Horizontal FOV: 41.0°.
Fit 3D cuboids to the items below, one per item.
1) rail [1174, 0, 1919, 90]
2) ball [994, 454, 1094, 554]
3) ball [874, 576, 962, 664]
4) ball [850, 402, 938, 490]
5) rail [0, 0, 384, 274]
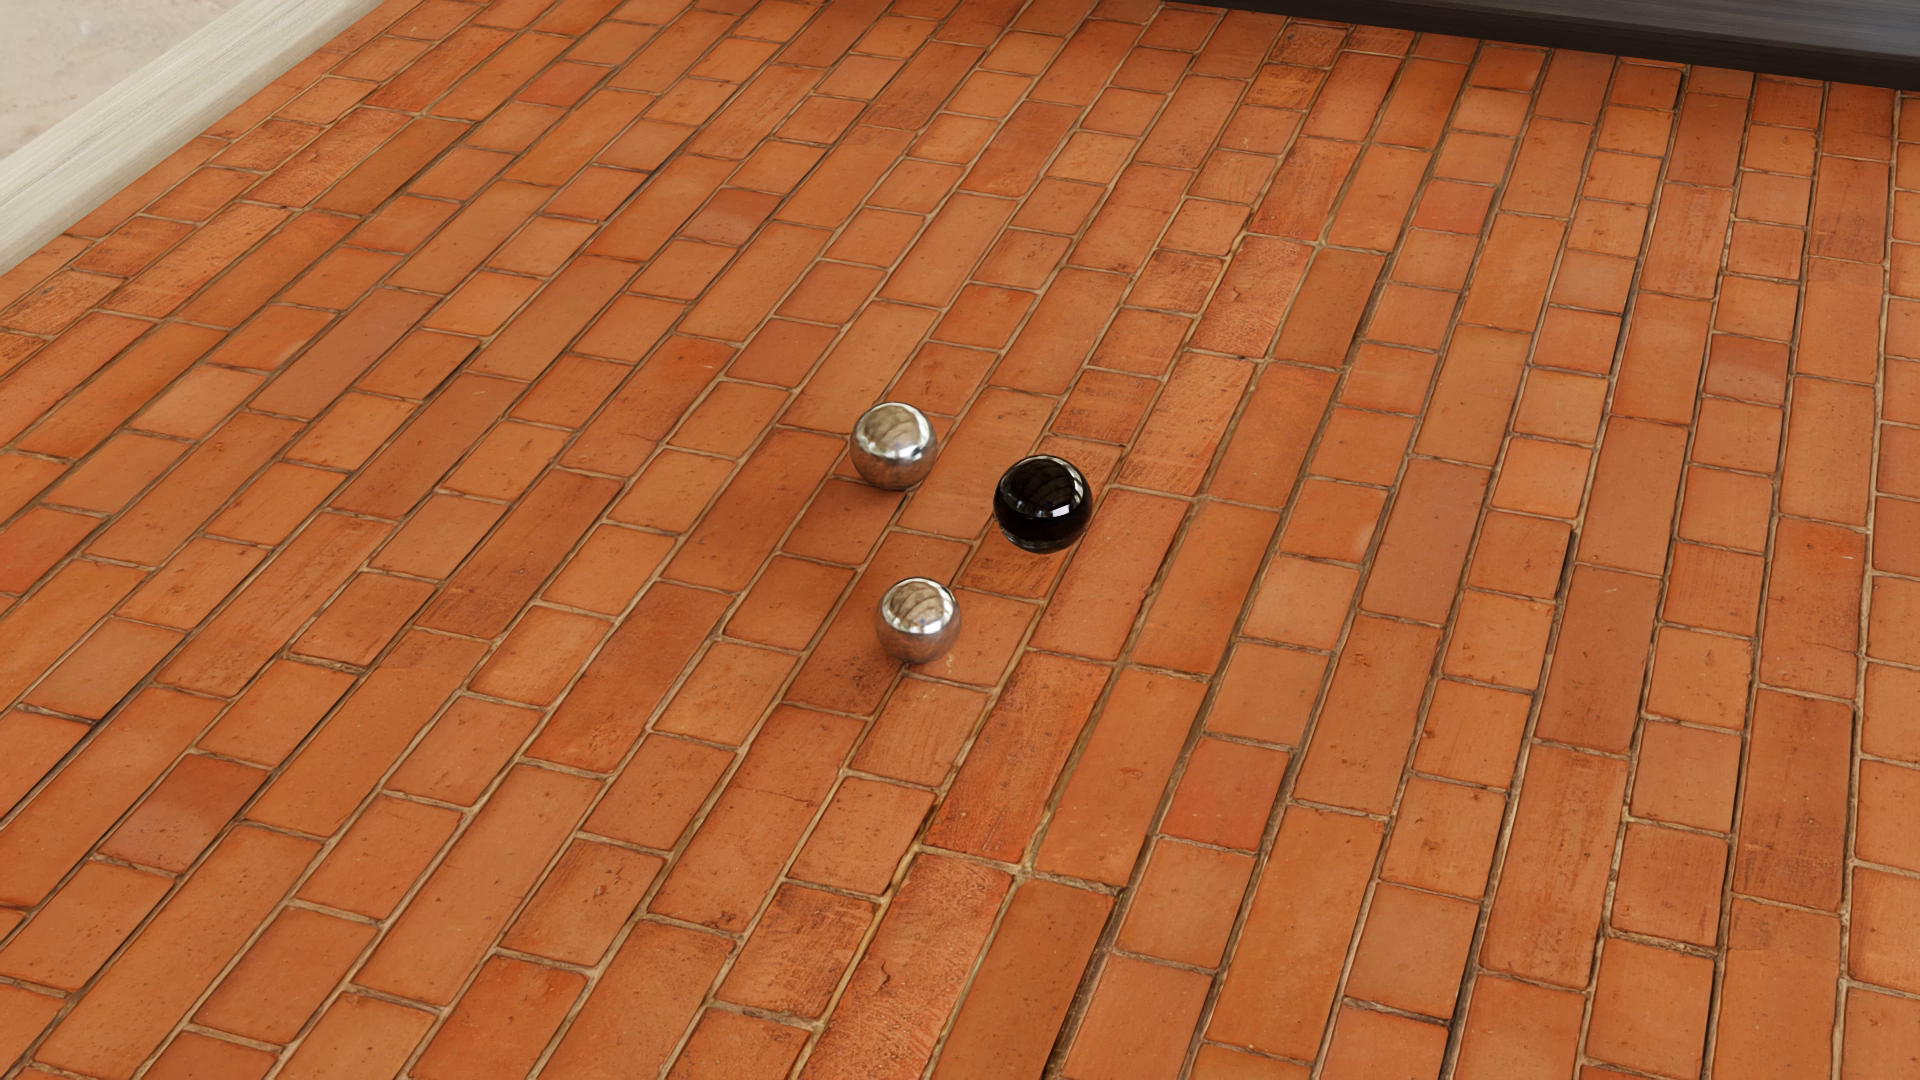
[{"bbox_3d":[1.386,-0.476,2.729,4.203,0.105,0.045,10,35,15],"label":"rail"},{"bbox_3d":[0.067,-0.029,2.071,0.081,0.081,0.081,0,33,0],"label":"ball"},{"bbox_3d":[-0.032,0.061,1.947,0.067,0.067,0.067,0,33,0],"label":"ball"},{"bbox_3d":[-0.056,-0.079,2.154,0.075,0.075,0.075,0,33,0],"label":"ball"},{"bbox_3d":[-0.975,-0.191,2.294,0.045,0.105,2.520,10,35,15],"label":"rail"}]
